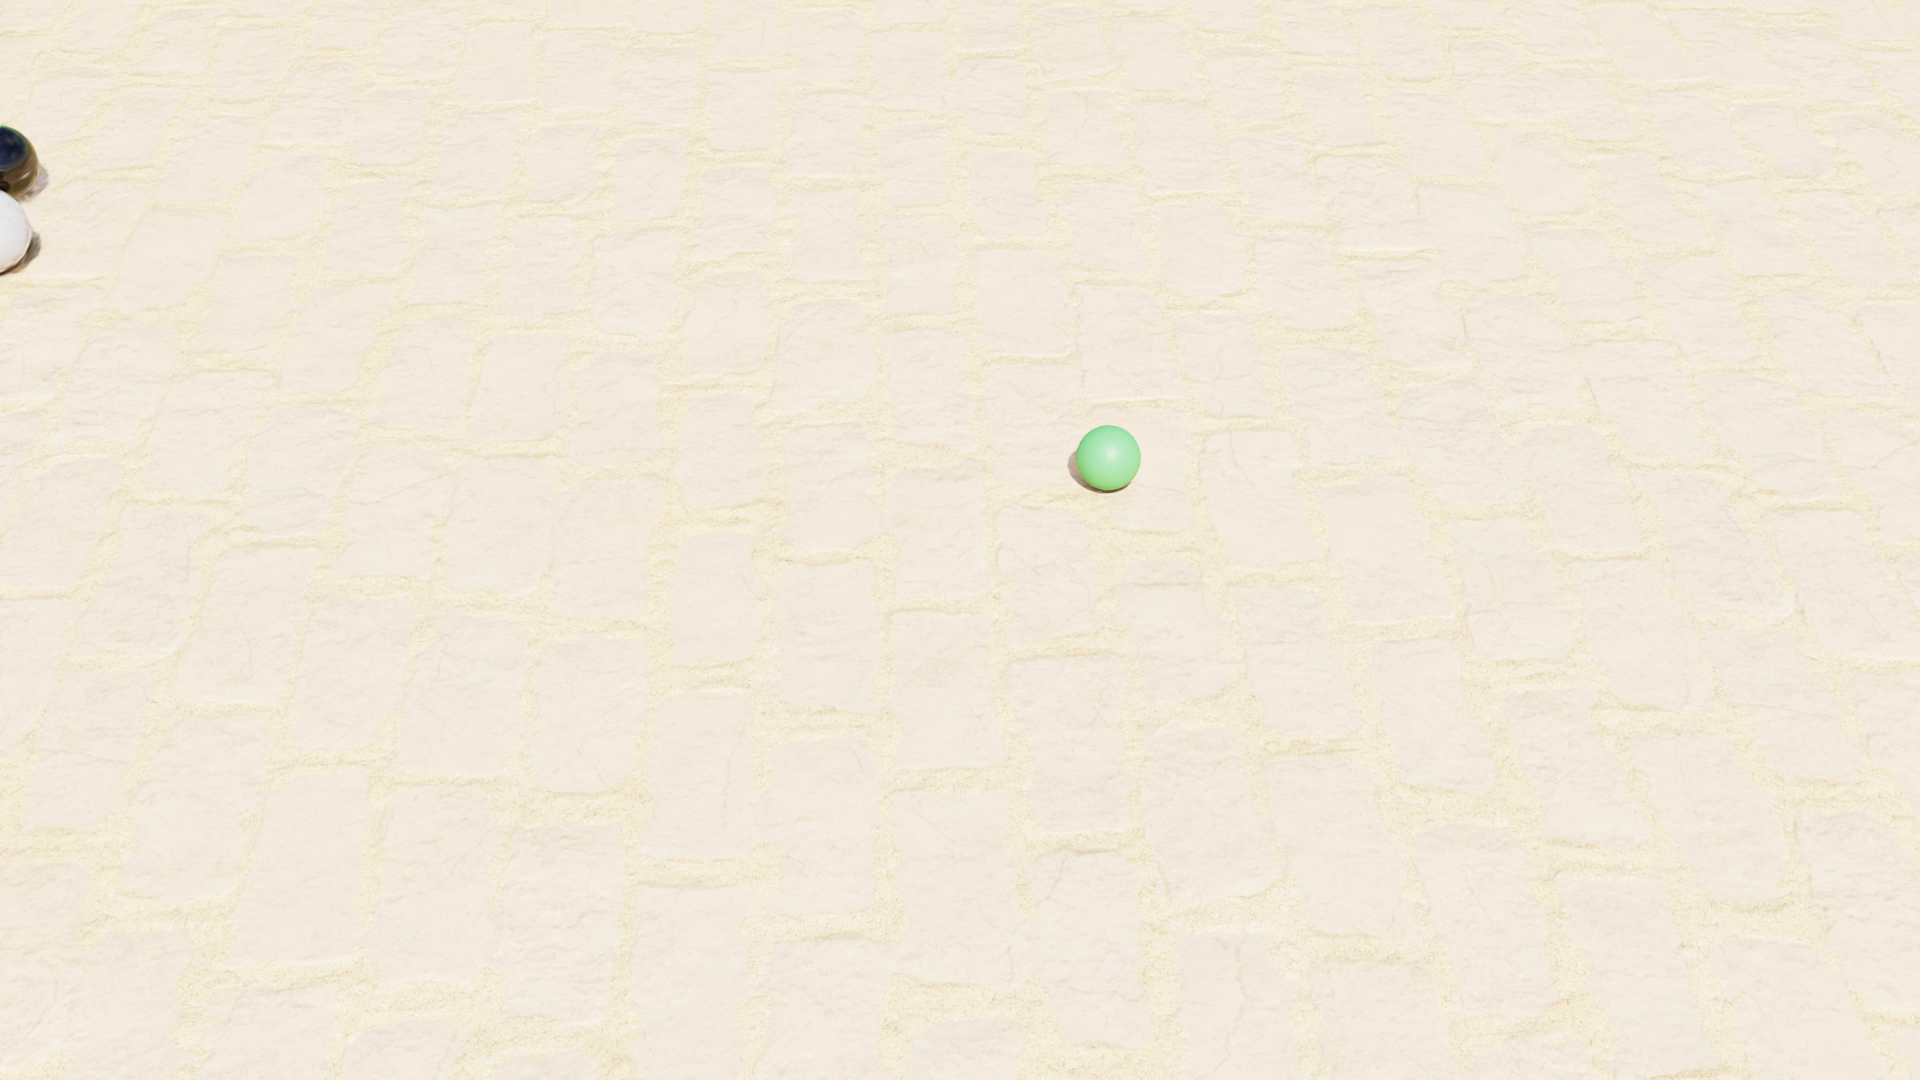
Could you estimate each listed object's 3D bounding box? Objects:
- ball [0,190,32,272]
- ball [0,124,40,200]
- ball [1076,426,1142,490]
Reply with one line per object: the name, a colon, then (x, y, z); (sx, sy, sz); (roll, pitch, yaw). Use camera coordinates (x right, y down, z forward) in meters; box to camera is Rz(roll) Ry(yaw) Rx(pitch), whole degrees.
ball: (-0.729, -0.231, 1.917); (0.066, 0.066, 0.066); (0, 36, 0)
ball: (-0.752, -0.294, 2.006); (0.062, 0.062, 0.062); (0, 36, 0)
ball: (0.098, -0.054, 1.697); (0.043, 0.043, 0.043); (0, 36, 0)
